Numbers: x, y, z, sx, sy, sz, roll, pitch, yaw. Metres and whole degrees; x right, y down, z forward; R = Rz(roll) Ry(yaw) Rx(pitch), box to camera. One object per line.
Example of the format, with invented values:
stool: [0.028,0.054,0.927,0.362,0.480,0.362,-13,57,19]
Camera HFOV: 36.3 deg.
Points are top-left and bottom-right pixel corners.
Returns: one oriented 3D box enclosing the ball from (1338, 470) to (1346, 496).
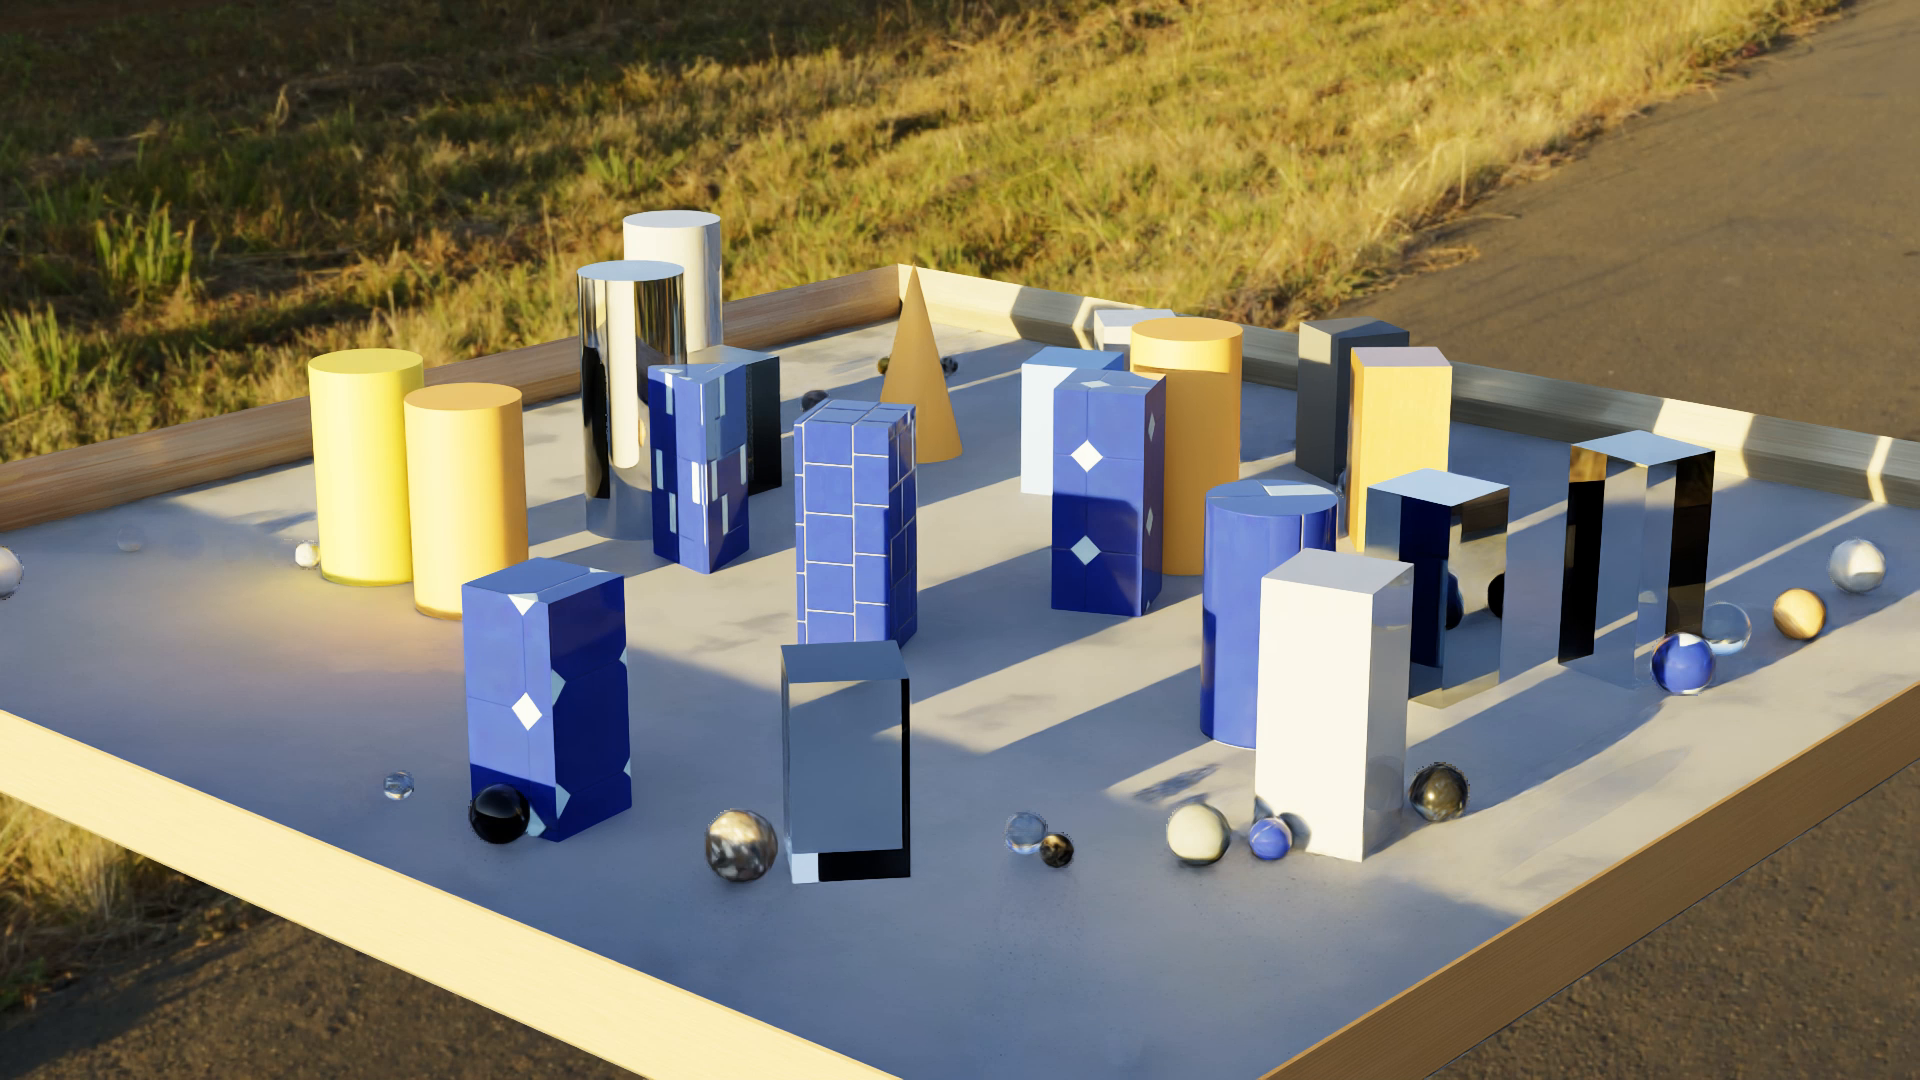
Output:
ball: [0.765,-0.111,5.723,0.057,0.057,0.057,0,17,0]

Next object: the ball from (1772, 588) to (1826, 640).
ball: [1.402,0.123,4.895,0.087,0.087,0.087,0,17,0]

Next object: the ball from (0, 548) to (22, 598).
ball: [-1.682,0.057,5.105,0.092,0.092,0.092,0,17,0]

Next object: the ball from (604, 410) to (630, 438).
ball: [-0.716,-0.245,6.160,0.061,0.061,0.061,0,17,0]

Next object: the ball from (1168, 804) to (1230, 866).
ball: [0.325,0.400,3.978,0.086,0.086,0.086,0,17,0]

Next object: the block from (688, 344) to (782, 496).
block: [-0.464,-0.230,5.759,0.159,0.264,0.159,13,21,37]

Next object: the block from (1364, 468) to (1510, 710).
block: [0.748,0.074,4.635,0.159,0.330,0.159,15,23,41]

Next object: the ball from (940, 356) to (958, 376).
ball: [-0.030,-0.397,6.690,0.047,0.047,0.047,0,17,0]

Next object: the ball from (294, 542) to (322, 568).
ball: [-1.170,0.028,5.264,0.047,0.047,0.047,0,17,0]

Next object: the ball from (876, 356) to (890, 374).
ball: [-0.170,-0.399,6.706,0.042,0.042,0.042,0,17,0]

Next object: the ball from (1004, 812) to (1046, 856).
ball: [0.090,0.403,4.017,0.058,0.058,0.058,0,17,0]

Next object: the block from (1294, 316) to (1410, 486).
block: [0.784,-0.281,5.871,0.159,0.298,0.159,-7,18,-21]

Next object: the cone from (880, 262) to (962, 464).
cone: [-0.093,-0.377,6.009,0.198,0.402,0.198,0,17,0]

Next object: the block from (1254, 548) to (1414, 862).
block: [0.515,0.225,4.044,0.159,0.383,0.159,9,19,27]

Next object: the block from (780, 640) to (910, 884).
block: [-0.156,0.299,3.972,0.159,0.284,0.159,-2,17,-7]

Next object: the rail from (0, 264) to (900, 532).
rail: [-1.196,-0.267,6.114,0.045,0.129,3.235,14,22,39]

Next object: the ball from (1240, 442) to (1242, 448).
ball: [0.521,-0.192,5.929,0.094,0.094,0.094,0,17,0]

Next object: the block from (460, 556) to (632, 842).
block: [-0.579,0.221,4.117,0.159,0.347,0.159,11,20,32]

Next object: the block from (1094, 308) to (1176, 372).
block: [0.365,-0.325,6.059,0.159,0.274,0.159,-1,17,-4]

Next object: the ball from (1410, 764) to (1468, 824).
ball: [0.674,0.357,4.126,0.082,0.082,0.082,0,17,0]

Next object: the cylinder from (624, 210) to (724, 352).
cylinder: [-0.587,-0.425,6.039,0.198,0.477,0.198,0,17,0]

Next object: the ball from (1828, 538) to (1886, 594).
ball: [1.570,0.046,5.132,0.097,0.097,0.097,0,17,0]

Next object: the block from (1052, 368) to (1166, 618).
block: [0.256,-0.083,5.054,0.159,0.391,0.159,5,17,16]

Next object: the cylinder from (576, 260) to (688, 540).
cylinder: [-0.606,-0.262,5.475,0.198,0.490,0.198,0,17,0]

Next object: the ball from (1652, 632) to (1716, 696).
ball: [1.143,0.195,4.635,0.099,0.099,0.099,0,17,0]

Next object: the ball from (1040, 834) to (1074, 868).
ball: [0.131,0.421,3.977,0.045,0.045,0.045,0,17,0]

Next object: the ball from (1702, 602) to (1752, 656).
ball: [1.253,0.147,4.813,0.089,0.089,0.089,0,17,0]

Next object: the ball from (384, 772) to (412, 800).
ball: [-0.807,0.354,4.209,0.041,0.041,0.041,0,17,0]

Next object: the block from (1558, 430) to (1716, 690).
block: [1.086,0.030,4.712,0.159,0.370,0.159,-12,20,-34]

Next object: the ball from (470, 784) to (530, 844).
ball: [-0.636,0.379,4.053,0.082,0.082,0.082,0,17,0]

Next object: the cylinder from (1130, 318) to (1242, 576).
cylinder: [0.404,-0.170,5.278,0.198,0.428,0.198,0,17,0]

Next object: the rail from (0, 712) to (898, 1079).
rail: [-1.045,0.379,3.968,3.214,0.129,0.045,14,22,39]

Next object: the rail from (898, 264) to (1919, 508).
rail: [1.045,-0.315,6.272,3.214,0.129,0.045,14,22,39]

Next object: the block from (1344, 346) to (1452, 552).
block: [0.806,-0.169,5.412,0.159,0.347,0.159,0,17,-1]

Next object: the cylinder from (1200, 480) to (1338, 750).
cylinder: [0.467,0.112,4.445,0.198,0.368,0.198,0,17,0]

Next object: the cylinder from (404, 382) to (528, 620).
cylinder: [-0.845,-0.068,5.041,0.198,0.368,0.198,0,17,0]

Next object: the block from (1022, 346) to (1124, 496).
block: [0.222,-0.232,5.774,0.159,0.259,0.159,6,18,19]

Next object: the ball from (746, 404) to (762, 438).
ball: [-0.455,-0.250,6.152,0.076,0.076,0.076,0,17,0]

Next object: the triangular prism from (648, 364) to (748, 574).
triangular prism: [-0.448,-0.139,5.307,0.149,0.351,0.172,-13,21,-36]

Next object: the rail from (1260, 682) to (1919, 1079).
rail: [1.196,0.332,4.126,0.045,0.129,3.235,14,22,39]

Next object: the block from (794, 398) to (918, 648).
block: [-0.170,-0.019,4.837,0.159,0.392,0.159,5,17,15]

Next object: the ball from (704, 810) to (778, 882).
ball: [-0.293,0.410,3.924,0.098,0.098,0.098,0,17,0]

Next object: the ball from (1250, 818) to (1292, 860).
ball: [0.424,0.408,3.998,0.059,0.059,0.059,0,17,0]

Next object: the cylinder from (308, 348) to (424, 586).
cylinder: [-1.047,-0.131,5.221,0.198,0.385,0.198,0,17,0]

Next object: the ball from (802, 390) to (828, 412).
ball: [-0.311,-0.295,6.329,0.061,0.061,0.061,0,17,0]
